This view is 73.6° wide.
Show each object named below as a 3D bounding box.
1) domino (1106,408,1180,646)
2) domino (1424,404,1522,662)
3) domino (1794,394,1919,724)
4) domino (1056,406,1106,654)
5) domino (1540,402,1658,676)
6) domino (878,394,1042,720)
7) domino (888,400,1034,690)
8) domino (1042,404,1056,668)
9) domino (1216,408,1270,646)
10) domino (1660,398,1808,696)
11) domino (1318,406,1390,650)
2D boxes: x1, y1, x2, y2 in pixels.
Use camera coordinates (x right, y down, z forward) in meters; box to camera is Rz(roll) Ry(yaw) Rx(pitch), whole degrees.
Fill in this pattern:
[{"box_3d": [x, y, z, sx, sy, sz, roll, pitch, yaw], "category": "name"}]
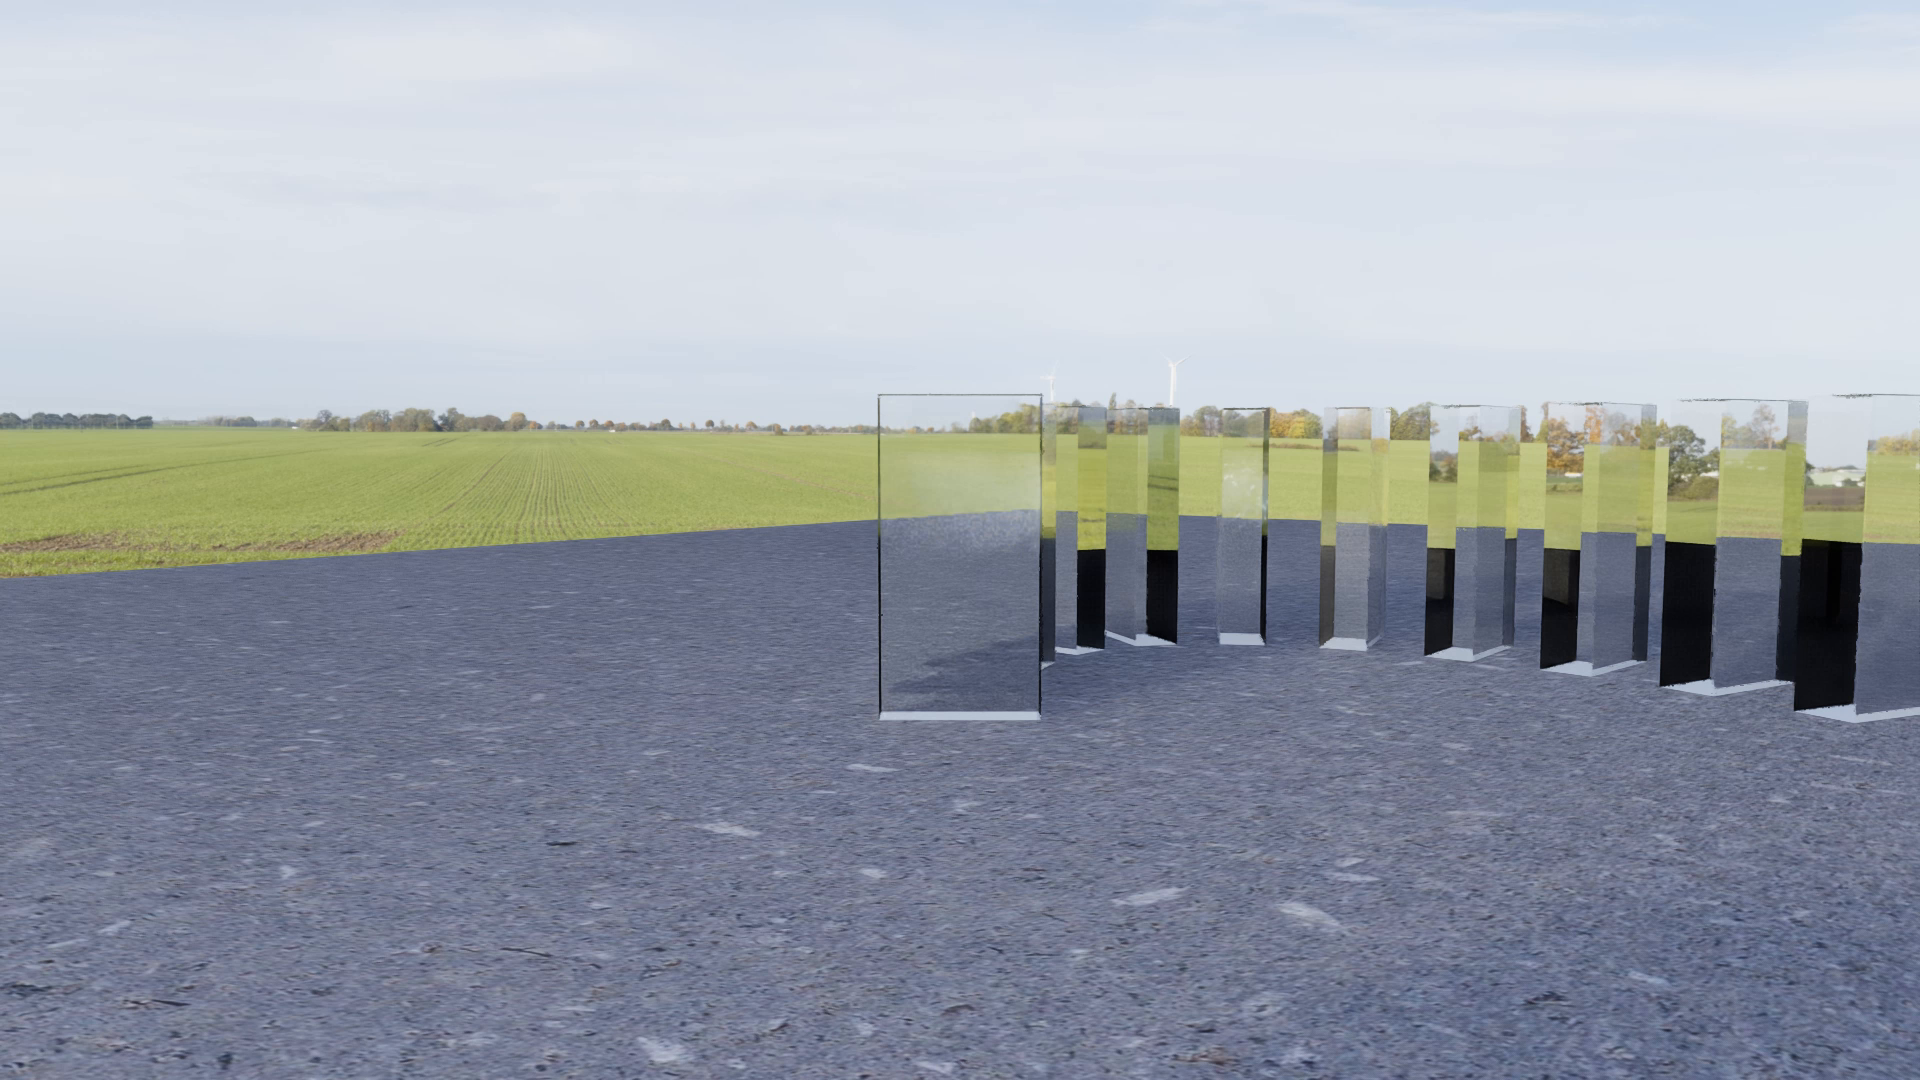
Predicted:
[{"box_3d": [0.038, -0.004, 0.281, 0.010, 0.050, 0.025, -1, 4, -17], "category": "domino"}, {"box_3d": [0.105, -0.002, 0.262, 0.010, 0.050, 0.025, 4, 6, 40], "category": "domino"}, {"box_3d": [0.146, 0.002, 0.203, 0.025, 0.050, 0.010, -2, 5, -23], "category": "domino"}, {"box_3d": [0.018, -0.003, 0.269, 0.025, 0.050, 0.010, 4, 6, 43], "category": "domino"}, {"box_3d": [0.122, -0.001, 0.244, 0.025, 0.050, 0.010, -4, 6, -41], "category": "domino"}, {"box_3d": [0.000, 0.002, 0.201, 0.025, 0.050, 0.009, 0, 4, 0], "category": "domino"}, {"box_3d": [0.000, 0.001, 0.225, 0.025, 0.050, 0.009, 0, 4, 4], "category": "domino"}, {"box_3d": [0.005, -0.001, 0.248, 0.025, 0.050, 0.010, 2, 5, 21], "category": "domino"}, {"box_3d": [0.062, -0.004, 0.283, 0.010, 0.050, 0.025, 1, 4, 9], "category": "domino"}, {"box_3d": [0.136, 0.001, 0.225, 0.025, 0.050, 0.010, -2, 5, -29], "category": "domino"}, {"box_3d": [0.085, -0.003, 0.275, 0.010, 0.050, 0.025, 2, 5, 27], "category": "domino"}]
